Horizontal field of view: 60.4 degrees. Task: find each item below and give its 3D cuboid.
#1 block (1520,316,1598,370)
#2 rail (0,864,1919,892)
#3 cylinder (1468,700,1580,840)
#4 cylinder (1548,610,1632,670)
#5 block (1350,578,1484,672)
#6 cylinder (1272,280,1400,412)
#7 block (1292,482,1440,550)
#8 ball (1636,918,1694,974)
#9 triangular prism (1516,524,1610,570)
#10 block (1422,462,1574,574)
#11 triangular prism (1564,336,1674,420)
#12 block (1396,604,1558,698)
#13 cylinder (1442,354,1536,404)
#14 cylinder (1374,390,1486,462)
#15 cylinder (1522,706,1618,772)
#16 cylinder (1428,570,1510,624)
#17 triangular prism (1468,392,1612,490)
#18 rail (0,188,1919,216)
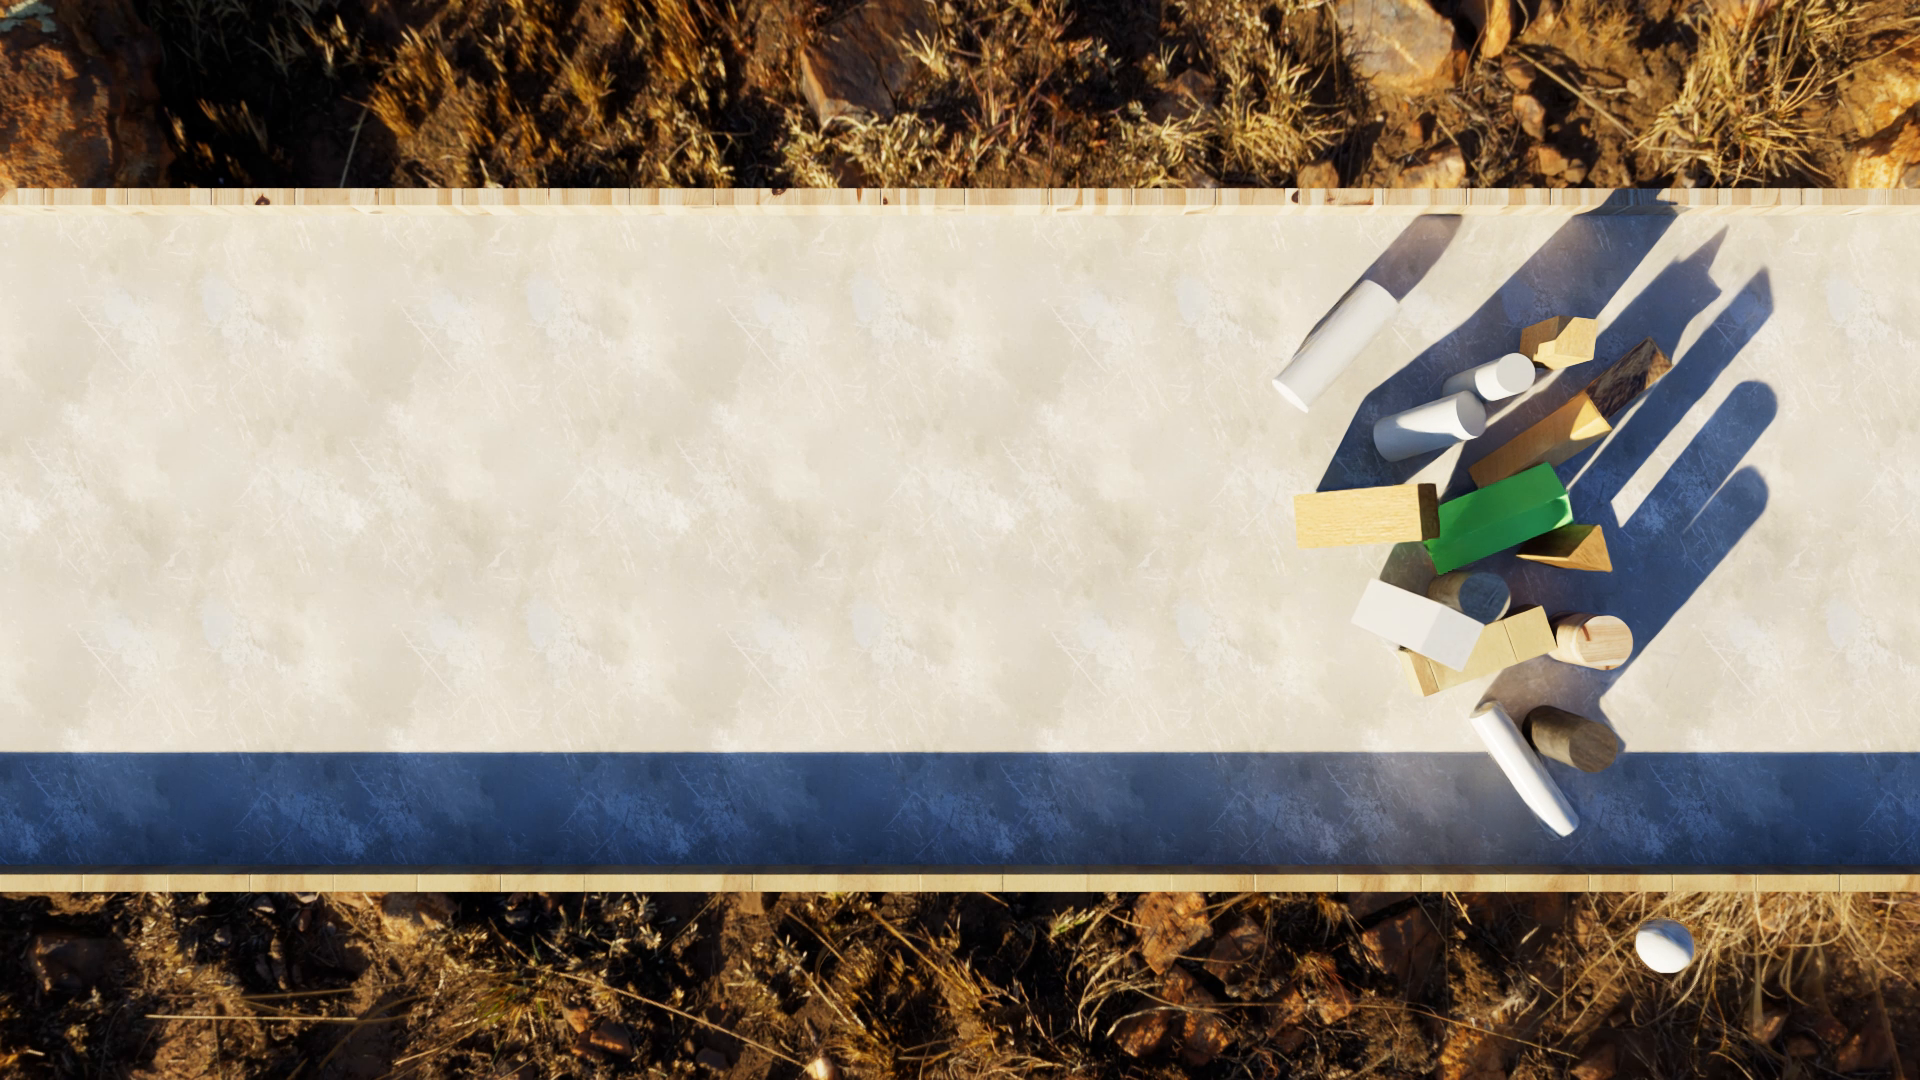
[{"bbox_3d":[1.780,-0.586,4.921,0.114,0.312,0.114,8,90,0],"label":"block"},{"bbox_3d":[-2.247,1.025,5.001,12.000,0.150,0.050,0,90,0],"label":"rail"},{"bbox_3d":[1.718,0.698,5.023,0.107,0.107,0.440,-34,90,0],"label":"cylinder"},{"bbox_3d":[1.867,0.296,4.924,0.159,0.306,0.159,0,90,0],"label":"cylinder"},{"bbox_3d":[1.338,0.245,4.850,0.151,0.422,0.151,24,93,-16],"label":"block"},{"bbox_3d":[1.143,-0.588,5.006,0.142,0.142,0.413,43,90,0],"label":"cylinder"},{"bbox_3d":[1.207,-0.071,4.900,0.381,0.163,0.163,-5,90,35],"label":"block"},{"bbox_3d":[3.635,2.090,8.505,0.279,0.279,0.279,0,90,0],"label":"ball"},{"bbox_3d":[1.801,0.012,4.900,0.136,0.341,0.118,14,90,-6],"label":"triangular prism"},{"bbox_3d":[1.596,-0.064,4.940,0.418,0.138,0.138,-23,48,11],"label":"block"},{"bbox_3d":[1.976,-0.436,5.002,0.391,0.116,0.100,-39,59,0],"label":"triangular prism"},{"bbox_3d":[1.567,0.333,5.007,0.424,0.138,0.138,-20,90,0],"label":"block"},{"bbox_3d":[1.551,-0.462,4.857,0.113,0.433,0.113,0,88,-3],"label":"cylinder"},{"bbox_3d":[1.398,-0.337,4.914,0.140,0.304,0.140,10,72,-35],"label":"cylinder"},{"bbox_3d":[1.812,0.590,4.913,0.148,0.312,0.148,0,93,-5],"label":"cylinder"},{"bbox_3d":[1.511,0.165,4.910,0.148,0.331,0.148,0,90,0],"label":"cylinder"},{"bbox_3d":[1.738,-0.261,4.943,0.407,0.121,0.140,-36,90,21],"label":"triangular prism"},{"bbox_3d":[-2.247,-1.025,5.002,12.000,0.150,0.050,0,90,0],"label":"rail"}]
